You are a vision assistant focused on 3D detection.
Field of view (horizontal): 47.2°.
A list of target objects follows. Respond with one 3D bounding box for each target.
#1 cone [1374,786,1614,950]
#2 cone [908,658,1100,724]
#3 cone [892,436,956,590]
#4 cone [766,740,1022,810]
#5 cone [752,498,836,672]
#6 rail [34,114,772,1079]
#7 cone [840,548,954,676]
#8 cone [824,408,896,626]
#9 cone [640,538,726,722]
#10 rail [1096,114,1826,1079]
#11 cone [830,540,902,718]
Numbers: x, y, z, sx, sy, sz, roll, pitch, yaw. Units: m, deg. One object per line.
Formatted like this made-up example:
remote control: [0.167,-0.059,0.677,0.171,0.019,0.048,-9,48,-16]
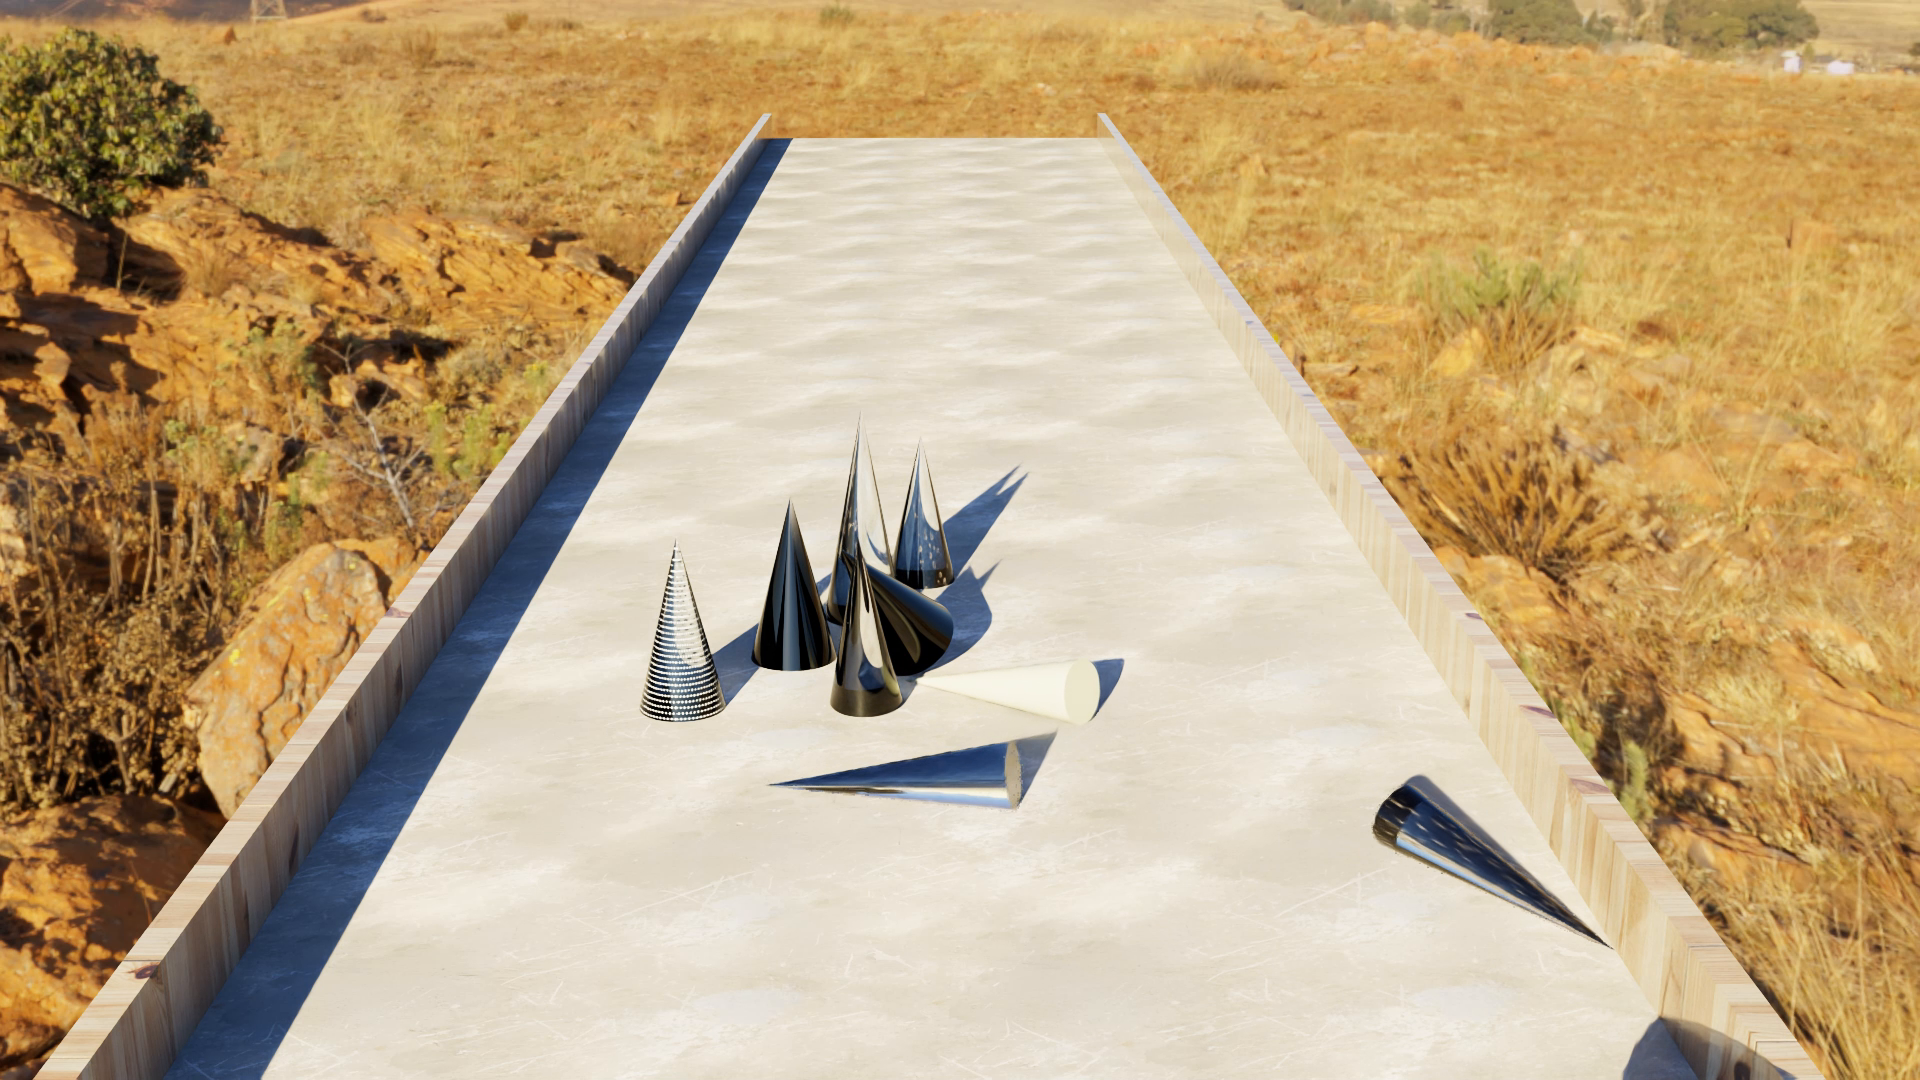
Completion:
cone: [0.832,0.522,3.375,0.108,0.108,0.447,-11,27,-33]
cone: [0.058,0.278,4.186,0.409,0.123,0.123,1,14,35]
cone: [-0.087,-0.073,4.885,0.152,0.334,0.152,0,17,0]
cone: [-0.125,0.410,3.747,0.443,0.117,0.117,-4,15,14]
cone: [-0.335,0.074,4.388,0.173,0.337,0.173,0,17,0]
rail: [-1.118,-0.838,7.780,0.050,0.150,12.000,0,17,-1]
cone: [-0.159,0.105,4.245,0.177,0.323,0.177,-15,51,19]
cone: [-0.205,-0.057,4.623,0.168,0.454,0.168,0,17,0]
cone: [-0.525,0.154,4.119,0.164,0.337,0.164,0,17,0]
rail: [0.932,-0.844,7.801,0.050,0.150,12.000,0,17,-1]
cone: [-0.183,0.149,4.104,0.138,0.339,0.138,-1,24,1]
